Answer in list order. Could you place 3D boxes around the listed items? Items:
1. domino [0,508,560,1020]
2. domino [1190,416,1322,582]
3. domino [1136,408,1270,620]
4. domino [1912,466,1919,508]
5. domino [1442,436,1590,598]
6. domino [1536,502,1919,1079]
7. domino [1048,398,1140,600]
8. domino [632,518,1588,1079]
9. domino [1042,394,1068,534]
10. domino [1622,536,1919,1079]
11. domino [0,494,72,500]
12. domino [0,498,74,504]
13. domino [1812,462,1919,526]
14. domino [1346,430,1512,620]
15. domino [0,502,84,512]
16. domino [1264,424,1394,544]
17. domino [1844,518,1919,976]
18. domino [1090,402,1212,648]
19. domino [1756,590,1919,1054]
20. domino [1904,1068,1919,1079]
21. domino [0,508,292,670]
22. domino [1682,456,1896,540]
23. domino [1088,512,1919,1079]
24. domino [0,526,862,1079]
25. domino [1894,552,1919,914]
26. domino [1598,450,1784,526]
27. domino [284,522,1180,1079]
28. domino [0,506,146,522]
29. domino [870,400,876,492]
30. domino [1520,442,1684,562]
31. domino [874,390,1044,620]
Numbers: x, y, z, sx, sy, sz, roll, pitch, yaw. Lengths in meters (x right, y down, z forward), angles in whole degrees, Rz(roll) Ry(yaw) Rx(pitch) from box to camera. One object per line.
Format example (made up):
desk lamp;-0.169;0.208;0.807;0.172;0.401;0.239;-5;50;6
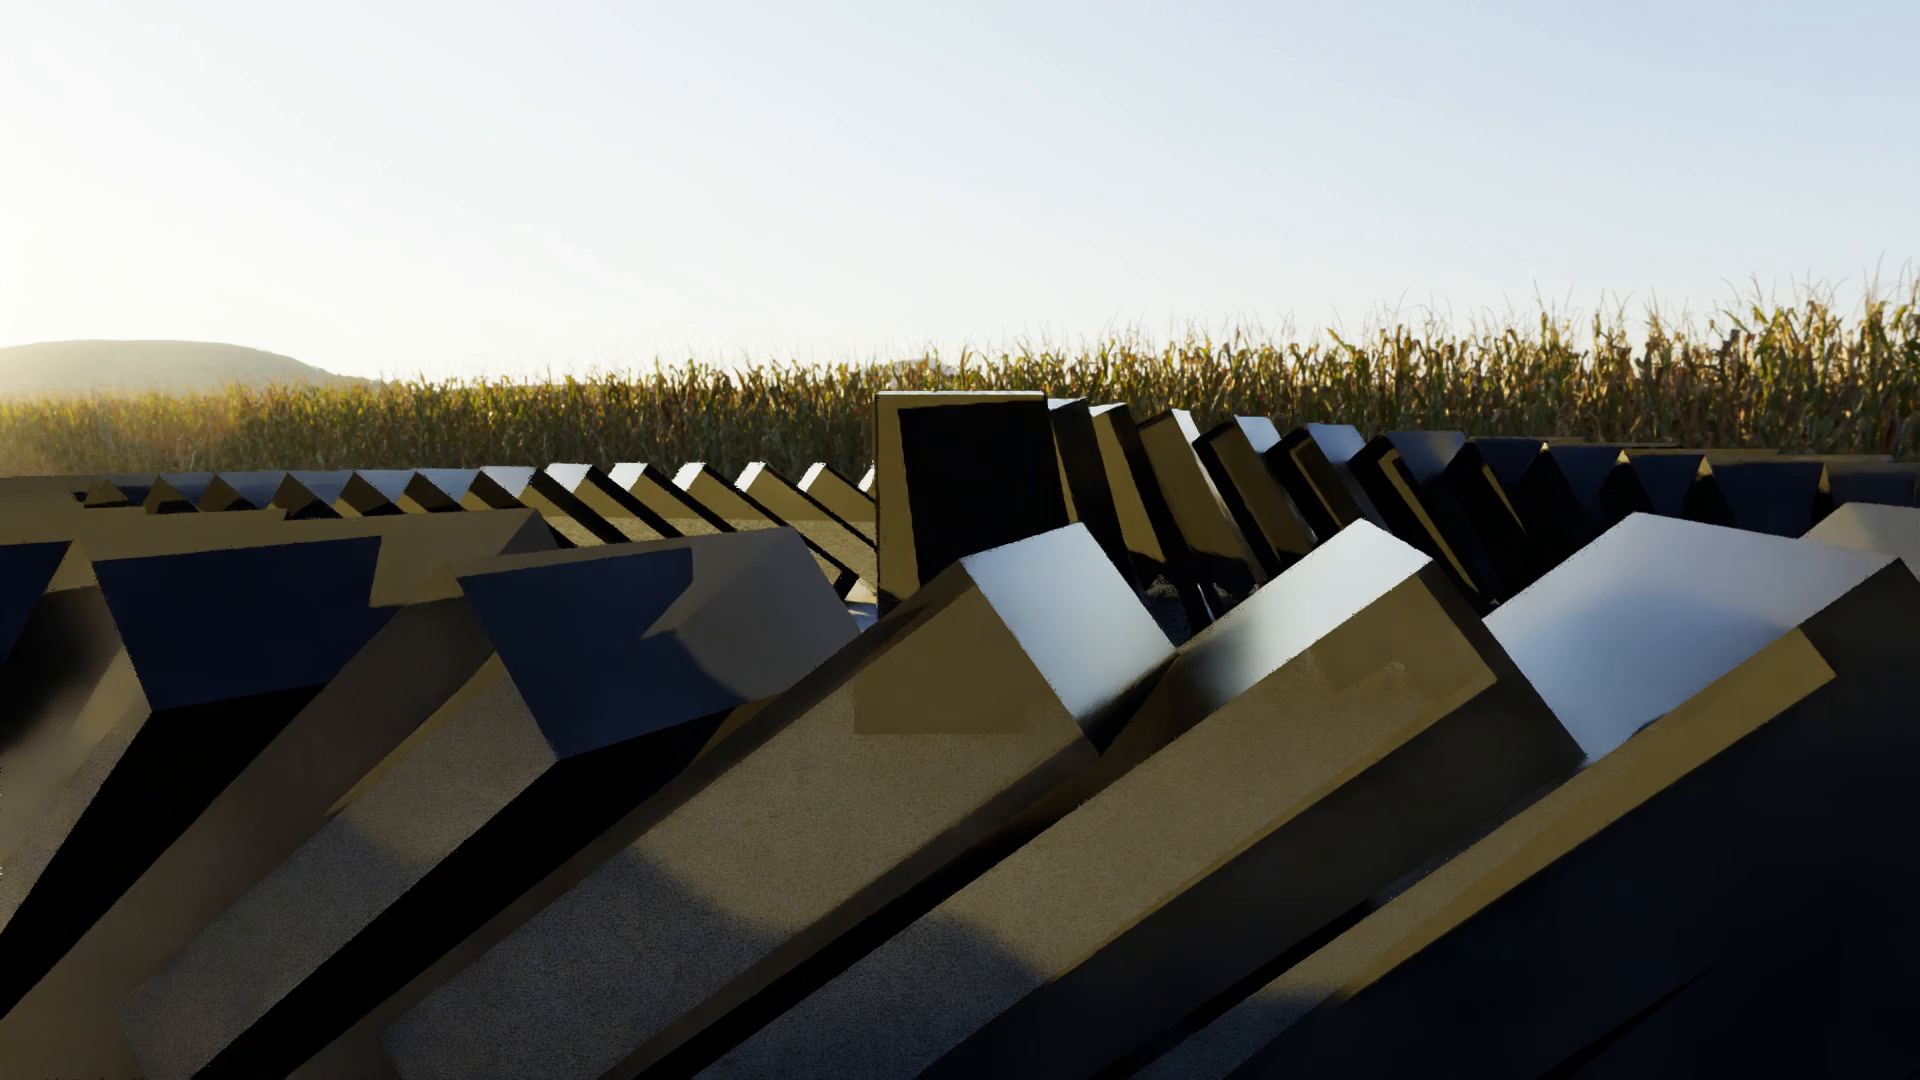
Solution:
domino;-0.046;0.017;0.078;0.050;0.010;0.025;-42;-18;28
domino;0.064;0.001;0.242;0.010;0.050;0.025;-33;-11;26
domino;0.049;0.000;0.246;0.010;0.050;0.025;-26;-4;18
domino;0.115;0.013;0.134;0.025;0.010;0.050;3;46;36
domino;0.105;0.004;0.216;0.025;0.050;0.010;-1;-37;-18
domino;0.038;0.018;0.068;0.050;0.009;0.025;-38;6;2
domino;0.019;0.000;0.236;0.009;0.050;0.025;-21;13;-23
domino;0.004;0.018;0.067;0.050;0.009;0.025;-38;-3;12
domino;0.008;0.000;0.228;0.010;0.050;0.025;-20;16;-36
domino;0.070;0.017;0.084;0.050;0.009;0.025;-45;22;-18
domino;-0.105;0.013;0.139;0.025;0.010;0.050;-2;-32;-21
domino;-0.097;0.014;0.124;0.025;0.010;0.050;-2;-32;-26
domino;0.119;0.011;0.151;0.025;0.010;0.050;2;46;23
domino;0.092;0.003;0.228;0.025;0.050;0.010;-3;-33;-37
domino;-0.087;0.015;0.110;0.025;0.010;0.050;-3;-32;-30
domino;0.078;0.002;0.236;0.009;0.050;0.025;-40;-20;32
domino;0.094;0.015;0.108;0.025;0.010;0.050;4;44;42
domino;0.033;-0.001;0.243;0.009;0.050;0.025;-23;7;-6
domino;0.083;0.016;0.095;0.050;0.009;0.025;-46;28;-24
domino;0.055;0.018;0.072;0.050;0.009;0.025;-40;11;-5
domino;-0.063;0.017;0.086;0.025;0.010;0.050;-5;-31;-44
domino;0.118;0.009;0.169;0.025;0.010;0.050;0;47;6
domino;0.021;0.018;0.066;0.050;0.009;0.025;-38;0;8
domino;-0.030;0.018;0.072;0.050;0.009;0.025;-39;-13;24
domino;0.105;0.014;0.121;0.025;0.009;0.050;3;45;38
domino;0.115;0.008;0.185;0.025;0.010;0.050;0;48;-2
domino;-0.013;0.018;0.069;0.050;0.010;0.025;-38;-7;16
domino;-0.076;0.016;0.097;0.025;0.010;0.050;-4;-32;-36
domino;0.000;0.001;0.213;0.025;0.050;0.010;1;14;15
domino;0.111;0.006;0.201;0.025;0.050;0.010;-1;-39;-10
domino;0.000;0.002;0.198;0.025;0.050;0.010;0;10;1
